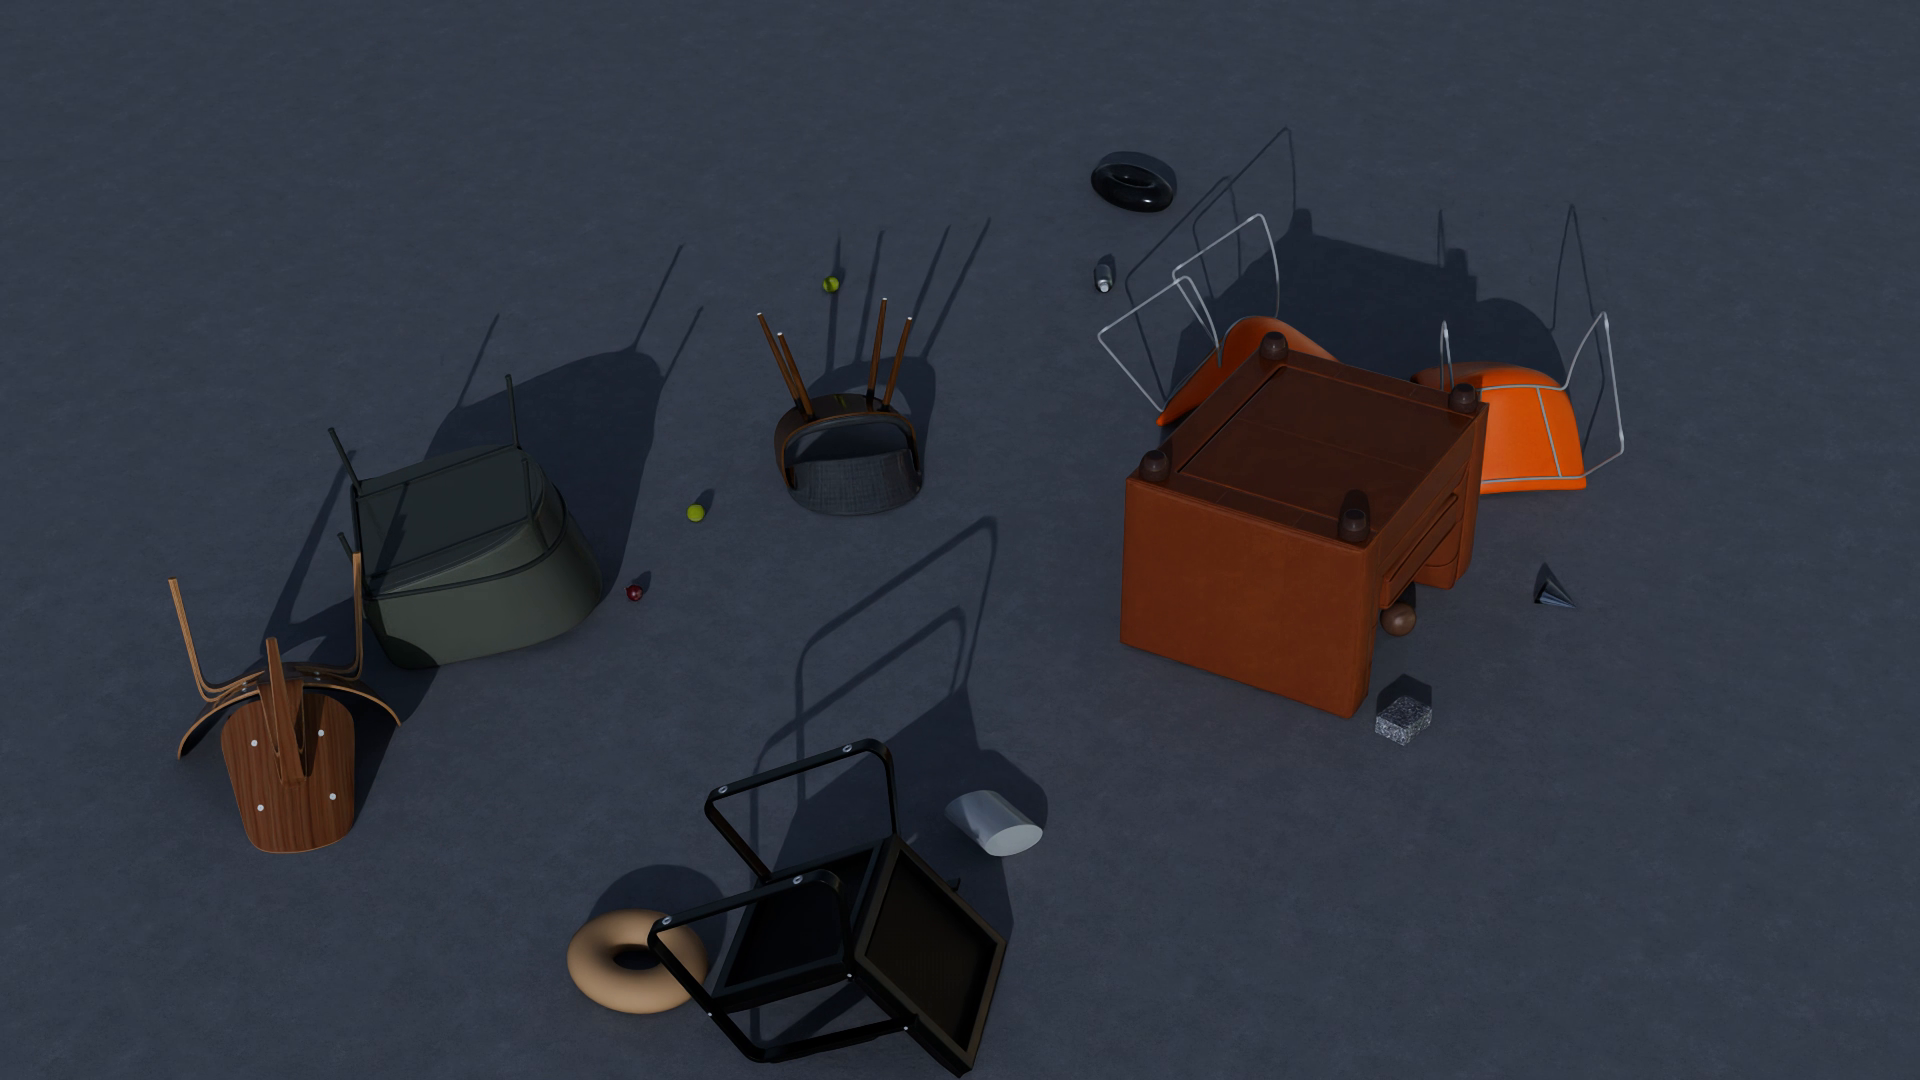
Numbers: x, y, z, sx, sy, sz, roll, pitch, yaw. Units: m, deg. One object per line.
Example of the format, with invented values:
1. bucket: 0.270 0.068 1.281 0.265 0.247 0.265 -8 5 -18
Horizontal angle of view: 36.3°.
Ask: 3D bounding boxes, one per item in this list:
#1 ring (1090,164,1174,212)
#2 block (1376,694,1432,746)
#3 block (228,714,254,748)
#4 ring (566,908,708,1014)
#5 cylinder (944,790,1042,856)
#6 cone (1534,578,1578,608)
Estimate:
1. ring: 0.777 -1.594 13.260 0.279 0.116 0.448 -26 40 -36
2. block: 1.507 0.611 9.954 0.119 0.069 0.160 26 41 34
3. block: -2.429 0.644 9.907 0.075 0.066 0.095 -7 34 -10
4. ring: -0.979 1.276 8.902 0.465 0.119 0.403 28 42 36
5. cylinder: 0.107 0.911 9.446 0.239 0.112 0.220 -6 30 -39
6. cone: 2.166 0.214 10.588 0.147 0.071 0.156 27 39 14
